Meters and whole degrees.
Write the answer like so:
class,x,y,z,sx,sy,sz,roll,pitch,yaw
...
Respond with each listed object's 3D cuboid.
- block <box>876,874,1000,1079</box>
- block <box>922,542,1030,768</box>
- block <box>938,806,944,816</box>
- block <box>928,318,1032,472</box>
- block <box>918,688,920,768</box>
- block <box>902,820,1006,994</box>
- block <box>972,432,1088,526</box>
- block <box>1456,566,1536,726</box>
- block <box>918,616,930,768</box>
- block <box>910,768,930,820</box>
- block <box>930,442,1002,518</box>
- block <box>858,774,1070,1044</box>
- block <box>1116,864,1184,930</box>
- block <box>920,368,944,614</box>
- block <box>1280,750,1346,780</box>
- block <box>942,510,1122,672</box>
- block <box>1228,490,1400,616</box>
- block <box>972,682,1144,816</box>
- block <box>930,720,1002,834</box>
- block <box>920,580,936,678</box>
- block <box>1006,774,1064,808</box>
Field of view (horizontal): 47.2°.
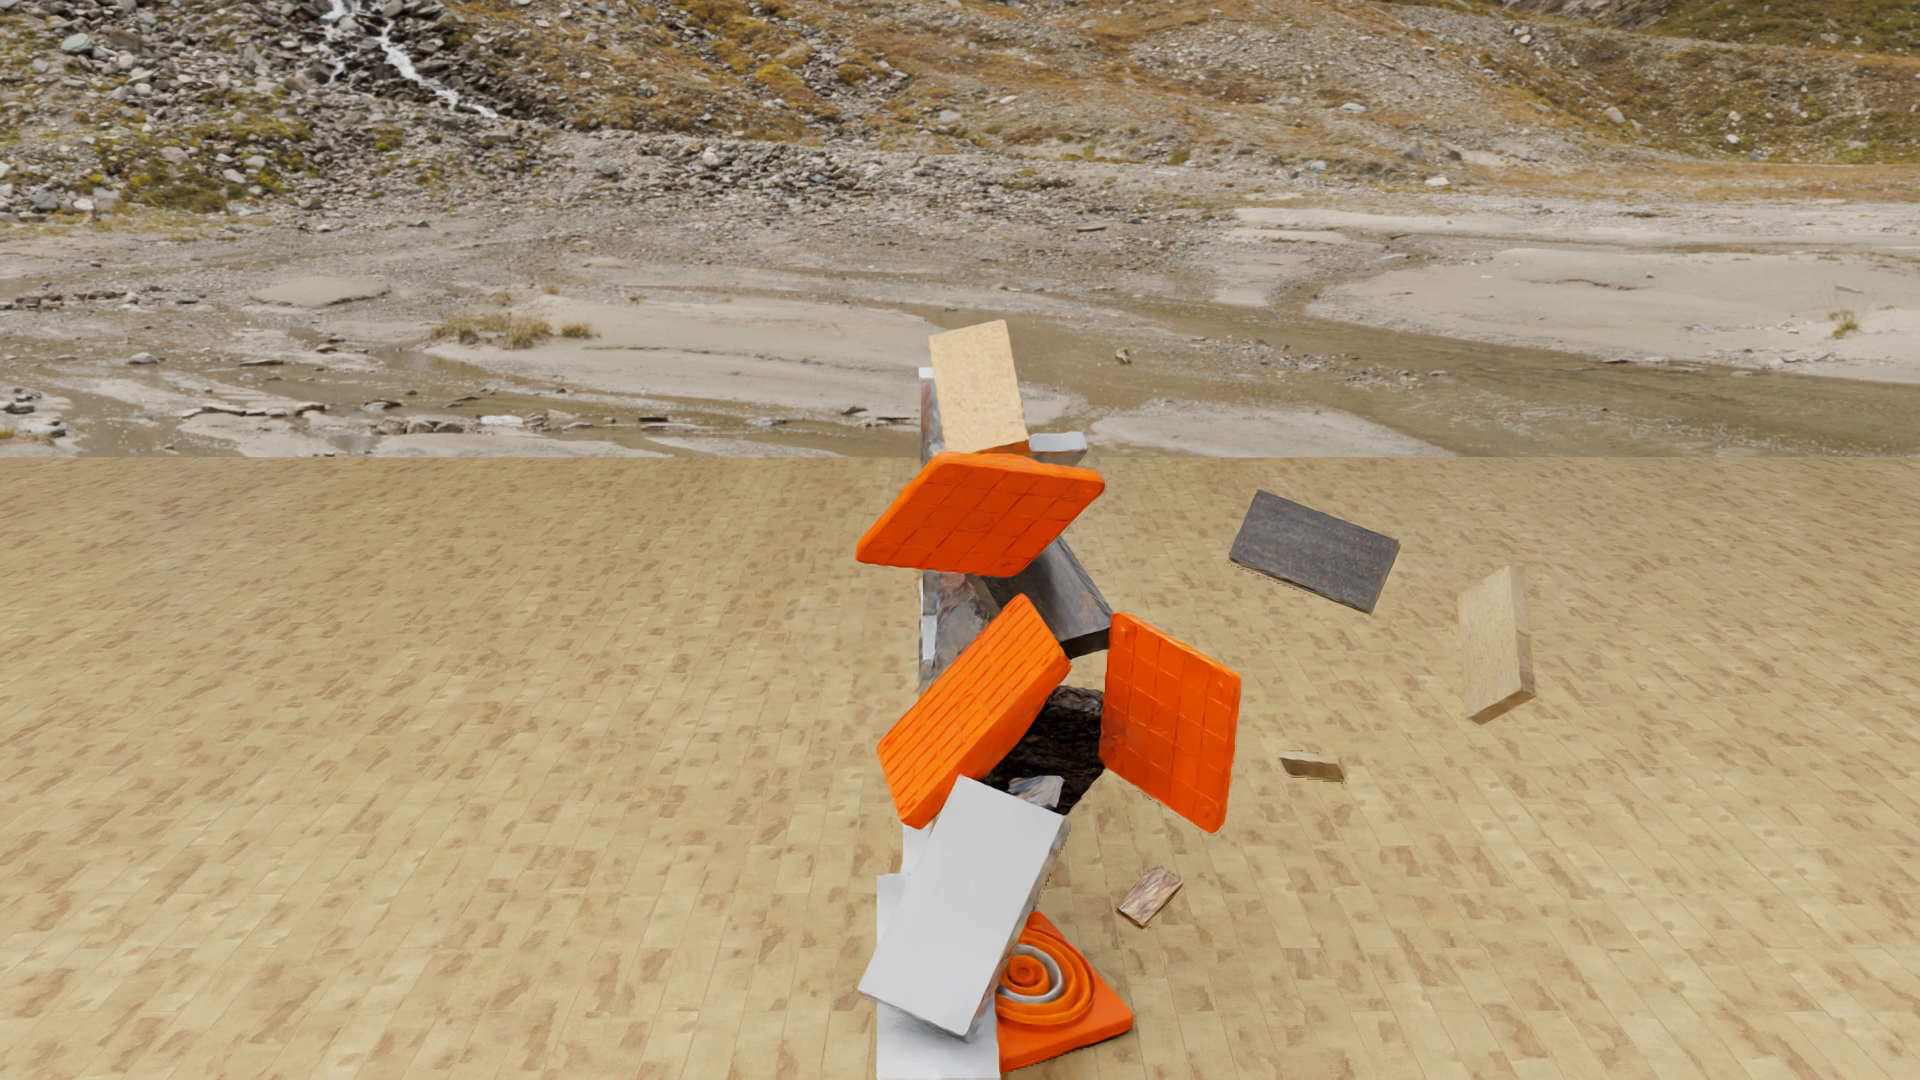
class,x,y,z,sx,sy,sz,roll,pitch,yaw
block,-0.033,0.621,2.972,0.158,0.045,0.500,0,28,-2
block,0.029,0.258,3.590,0.157,0.539,0.045,4,14,-3
block,0.049,0.421,3.147,0.158,0.045,0.316,13,-5,3
block,0.028,-0.219,3.300,0.121,0.034,0.242,-12,53,4
block,0.002,0.383,3.935,0.154,0.308,0.044,0,8,-1
block,-0.012,0.554,3.348,0.154,0.044,0.309,1,39,-1
block,0.105,-0.092,3.366,0.108,0.031,0.217,-5,-28,-24
block,0.796,0.156,3.270,0.031,0.217,0.108,24,-39,-26
block,-0.003,0.286,3.827,0.135,0.308,0.038,0,8,-1
block,0.000,0.503,3.488,0.154,0.044,0.309,0,52,-2
block,0.024,-0.101,3.411,0.121,0.034,0.242,-18,-21,-3
block,0.007,0.486,2.914,0.158,0.316,0.045,20,-18,20
block,0.261,0.489,3.016,0.045,0.013,0.090,32,59,29
block,-0.003,-0.075,3.614,0.121,0.456,0.034,-1,33,-2
block,0.522,0.334,3.252,0.091,0.045,0.013,4,54,30
block,0.108,0.063,3.402,0.157,0.045,0.315,-14,45,-19
block,0.506,0.016,3.144,0.217,0.108,0.031,22,-10,20
block,0.130,0.330,3.284,0.157,0.315,0.045,10,48,-24
block,0.034,0.420,3.426,0.154,0.044,0.309,17,36,-13
block,0.002,0.147,3.725,0.135,0.038,0.270,-1,28,-2
block,0.102,0.354,3.071,0.090,0.045,0.013,-10,-38,43
